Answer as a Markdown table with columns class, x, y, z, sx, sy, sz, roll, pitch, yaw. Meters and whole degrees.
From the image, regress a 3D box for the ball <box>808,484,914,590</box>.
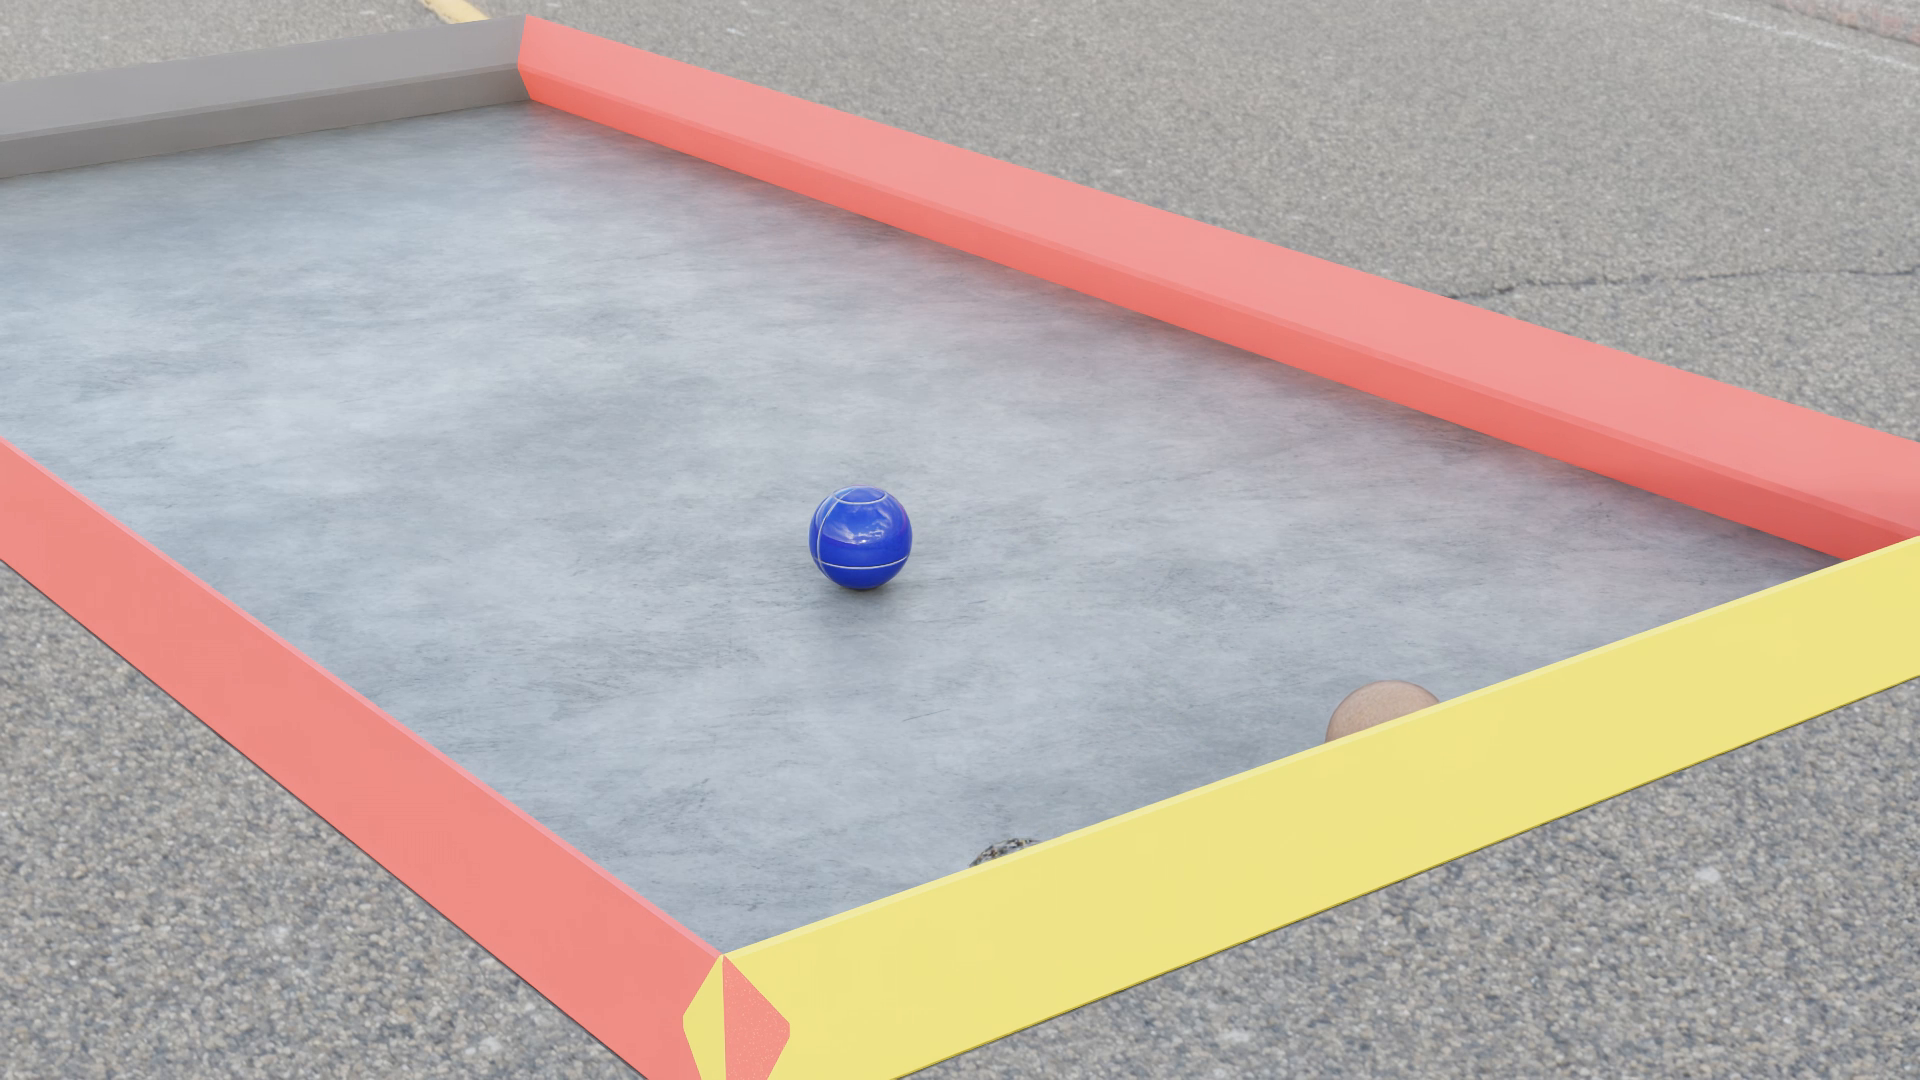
| class | x | y | z | sx | sy | sz | roll | pitch | yaw |
| --- | --- | --- | --- | --- | --- | --- | --- | --- | --- |
| ball | -0.087 | -0.003 | 2.571 | 0.092 | 0.092 | 0.092 | 0 | 21 | 0 |

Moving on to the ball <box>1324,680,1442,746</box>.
| class | x | y | z | sx | sy | sz | roll | pitch | yaw |
| --- | --- | --- | --- | --- | --- | --- | --- | --- | --- |
| ball | 0.317 | 0.151 | 2.162 | 0.097 | 0.097 | 0.097 | 0 | 21 | 0 |

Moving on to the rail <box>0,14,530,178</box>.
| class | x | y | z | sx | sy | sz | roll | pitch | yaw |
| --- | --- | --- | --- | --- | --- | --- | --- | --- | --- |
| rail | -1.160 | -0.574 | 4.014 | 1.327 | 0.126 | 0.045 | -15 | 26 | -34 |

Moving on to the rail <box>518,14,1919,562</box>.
| class | x | y | z | sx | sy | sz | roll | pitch | yaw |
| --- | --- | --- | --- | --- | --- | --- | --- | --- | --- |
| rail | 0.119 | -0.349 | 3.426 | 0.045 | 0.126 | 2.594 | -15 | 26 | -34 |

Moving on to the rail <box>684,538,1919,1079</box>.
| class | x | y | z | sx | sy | sz | roll | pitch | yaw |
| --- | --- | --- | --- | --- | --- | --- | --- | --- | --- |
| rail | 0.377 | 0.152 | 2.117 | 1.327 | 0.126 | 0.045 | -15 | 26 | -34 |

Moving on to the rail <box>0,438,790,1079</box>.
| class | x | y | z | sx | sy | sz | roll | pitch | yaw |
| --- | --- | --- | --- | --- | --- | --- | --- | --- | --- |
| rail | -0.902 | -0.073 | 2.705 | 0.045 | 0.126 | 2.594 | -15 | 26 | -34 |

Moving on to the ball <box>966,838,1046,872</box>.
| class | x | y | z | sx | sy | sz | roll | pitch | yaw |
| --- | --- | --- | --- | --- | --- | --- | --- | --- | --- |
| ball | 0.040 | 0.239 | 1.956 | 0.081 | 0.081 | 0.081 | 0 | 21 | 0 |
